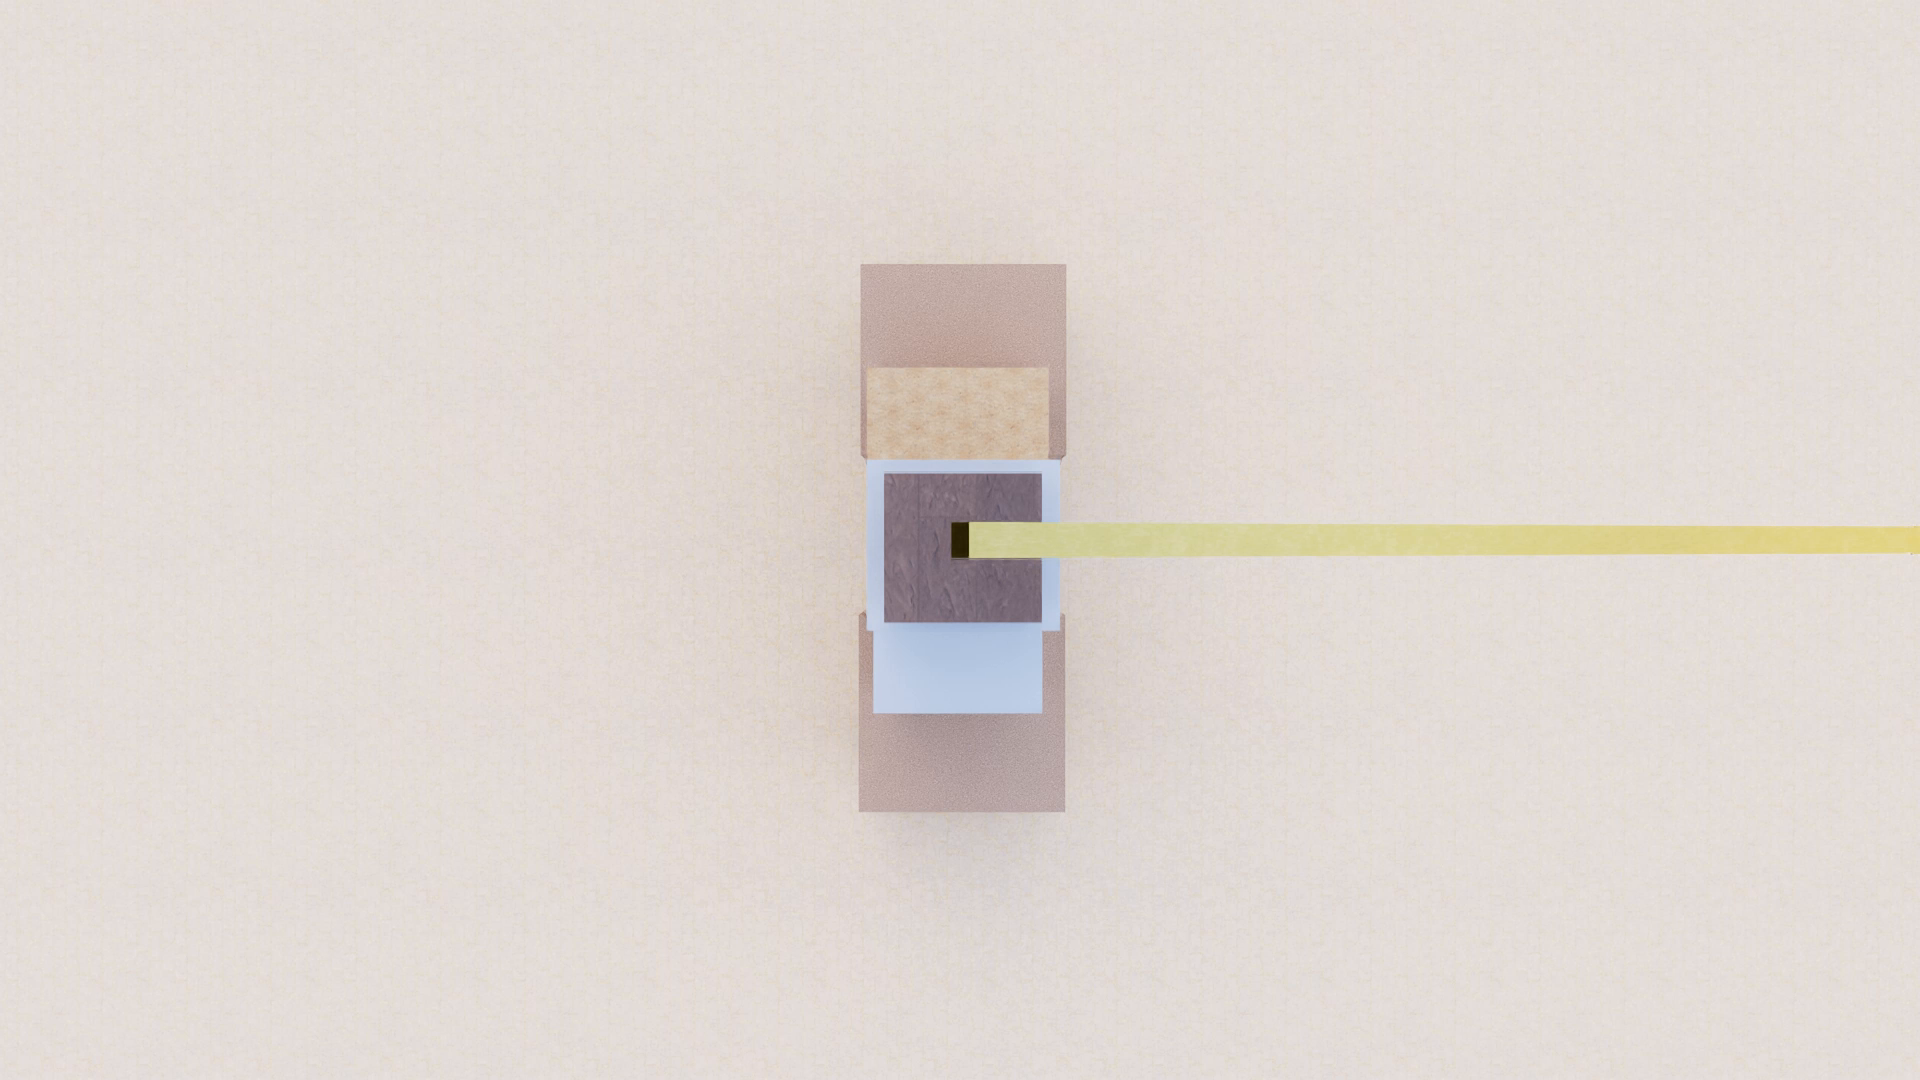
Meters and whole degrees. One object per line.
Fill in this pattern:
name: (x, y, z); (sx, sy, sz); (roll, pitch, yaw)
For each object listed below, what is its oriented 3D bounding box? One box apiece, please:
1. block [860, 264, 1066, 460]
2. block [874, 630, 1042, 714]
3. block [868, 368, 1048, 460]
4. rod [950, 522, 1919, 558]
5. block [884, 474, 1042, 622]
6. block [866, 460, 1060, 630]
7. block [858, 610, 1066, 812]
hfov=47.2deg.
block: (0.019, -0.977, 12.450); (1.114, 1.099, 1.032); (0, 90, 0)
block: (-0.011, 0.446, 11.584); (0.852, 0.943, 0.859); (0, 90, 0)
block: (-0.011, -0.428, 11.446); (0.908, 0.909, 0.881); (0, 91, 0)
rod: (2.234, 0.000, 6.281); (5.200, 0.080, 0.080); (0, 90, -31)
block: (0.013, 0.030, 9.904); (0.688, 0.628, 0.653); (0, 91, 0)
block: (0.016, 0.019, 10.608); (0.896, 0.780, 0.794); (0, 91, 0)
block: (0.011, 0.952, 12.528); (1.133, 0.944, 1.082); (0, 90, 0)
